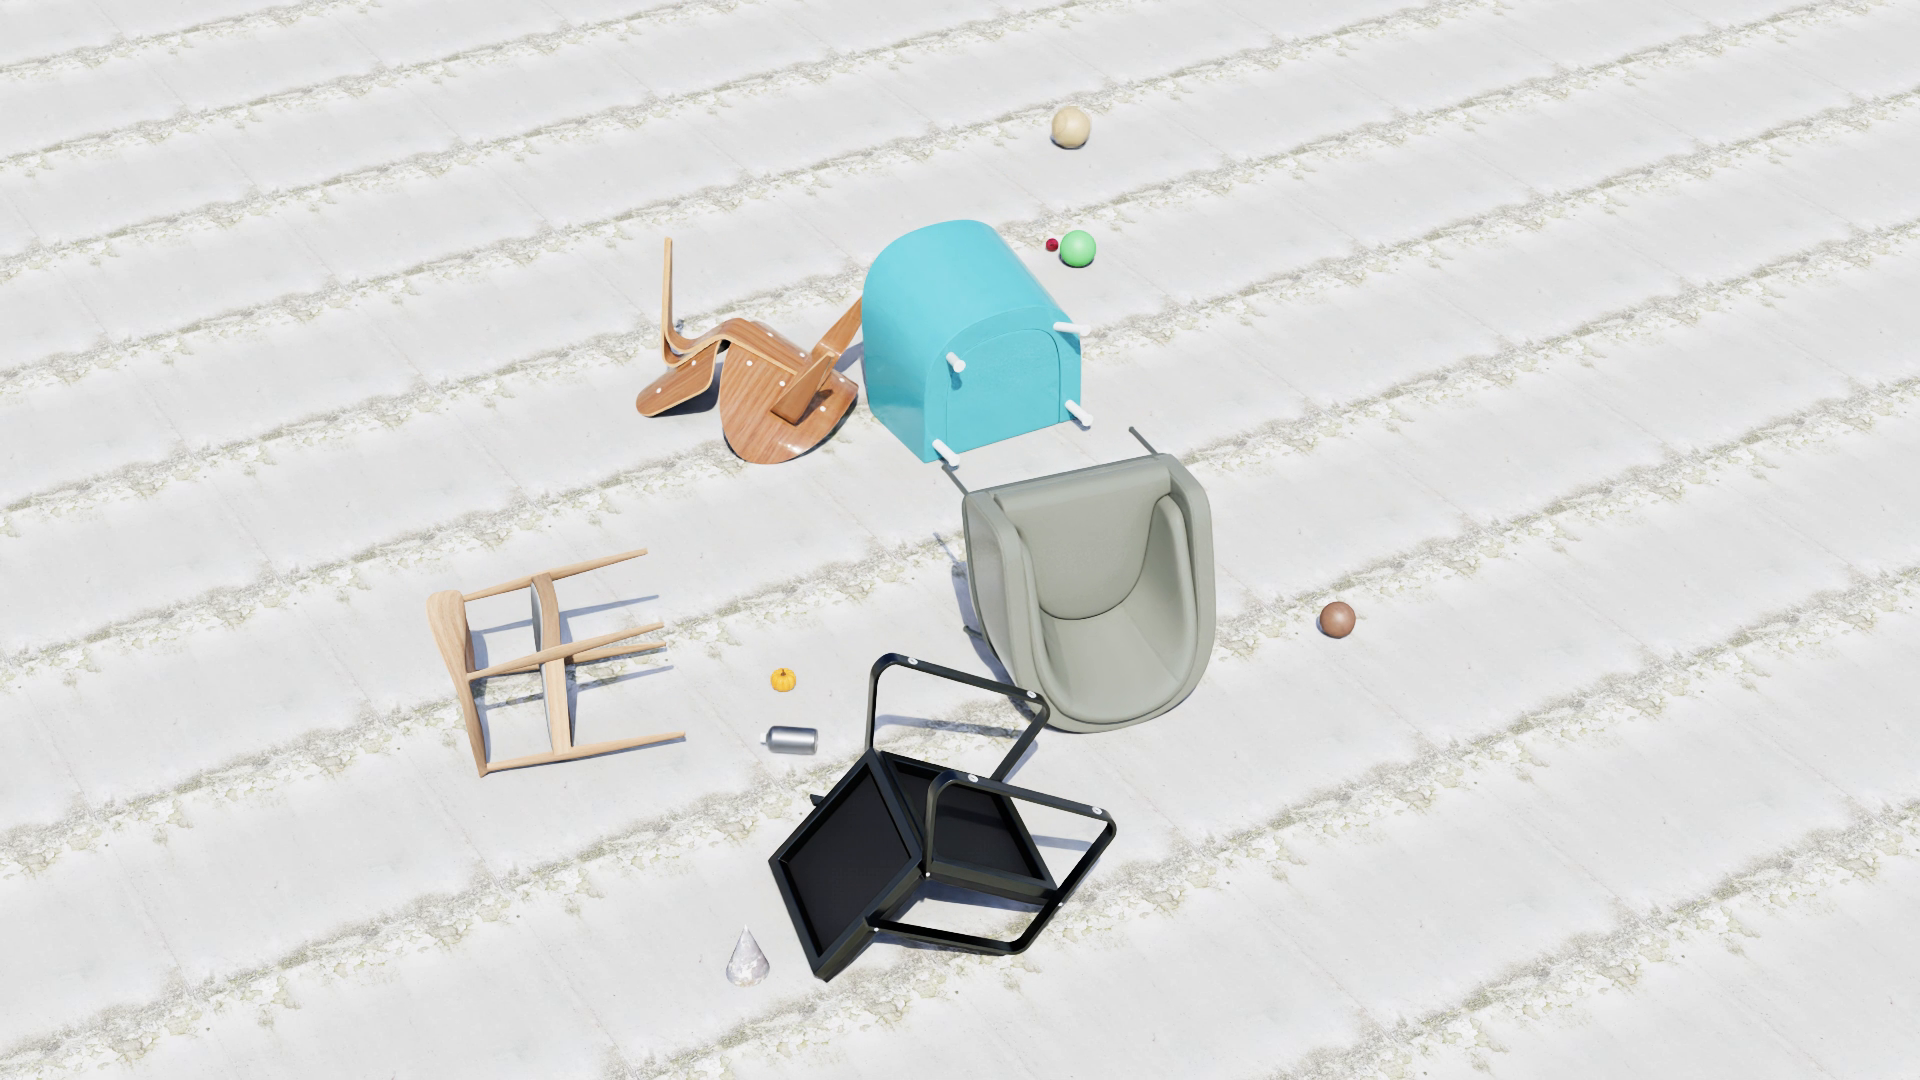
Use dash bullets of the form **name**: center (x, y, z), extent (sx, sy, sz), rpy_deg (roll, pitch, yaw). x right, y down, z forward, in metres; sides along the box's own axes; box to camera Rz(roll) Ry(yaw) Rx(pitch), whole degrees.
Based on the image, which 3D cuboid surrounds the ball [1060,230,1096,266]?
- **ball**: center (0.512, -1.265, 12.720), extent (0.160, 0.160, 0.160), rpy_deg (0, 33, 0)

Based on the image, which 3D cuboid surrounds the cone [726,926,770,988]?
- **cone**: center (-0.648, 1.236, 8.900), extent (0.133, 0.185, 0.157), rpy_deg (5, 34, 8)

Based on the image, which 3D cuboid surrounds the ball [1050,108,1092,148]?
- **ball**: center (0.519, -1.926, 13.697), extent (0.188, 0.188, 0.188), rpy_deg (0, 33, 0)
